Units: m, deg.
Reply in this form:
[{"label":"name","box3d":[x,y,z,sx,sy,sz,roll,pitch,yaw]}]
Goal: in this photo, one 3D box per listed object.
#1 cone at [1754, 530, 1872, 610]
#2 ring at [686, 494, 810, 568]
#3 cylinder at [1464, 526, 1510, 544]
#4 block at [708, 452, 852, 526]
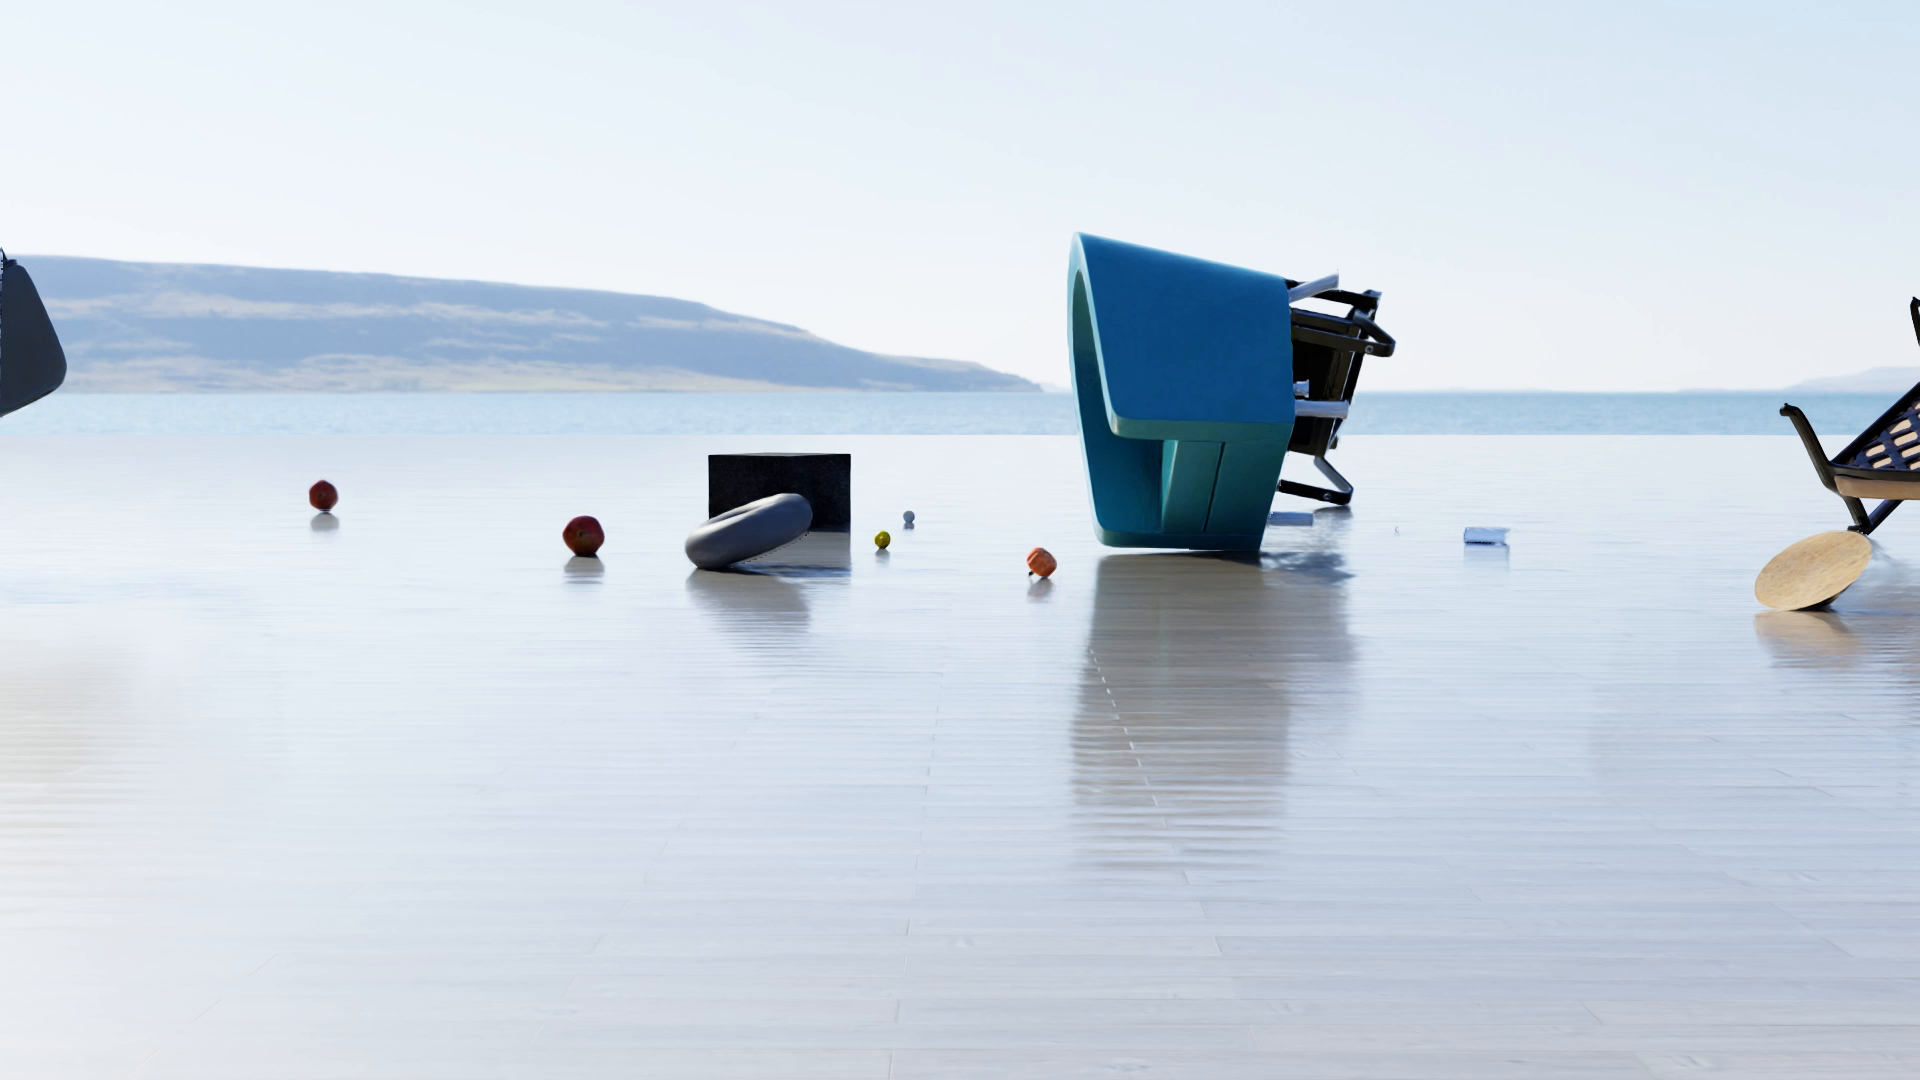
[{"label":"cone","box3d":[1.775,0.099,4.532,0.245,0.118,0.179,-31,35,15]},{"label":"ring","box3d":[-0.535,-0.024,5.565,0.337,0.110,0.326,-19,8,12]},{"label":"cylinder","box3d":[1.531,-0.015,6.389,0.118,0.046,0.121,2,15,21]},{"label":"block","box3d":[-0.602,-0.172,7.363,0.334,0.231,0.353,2,5,30]}]
